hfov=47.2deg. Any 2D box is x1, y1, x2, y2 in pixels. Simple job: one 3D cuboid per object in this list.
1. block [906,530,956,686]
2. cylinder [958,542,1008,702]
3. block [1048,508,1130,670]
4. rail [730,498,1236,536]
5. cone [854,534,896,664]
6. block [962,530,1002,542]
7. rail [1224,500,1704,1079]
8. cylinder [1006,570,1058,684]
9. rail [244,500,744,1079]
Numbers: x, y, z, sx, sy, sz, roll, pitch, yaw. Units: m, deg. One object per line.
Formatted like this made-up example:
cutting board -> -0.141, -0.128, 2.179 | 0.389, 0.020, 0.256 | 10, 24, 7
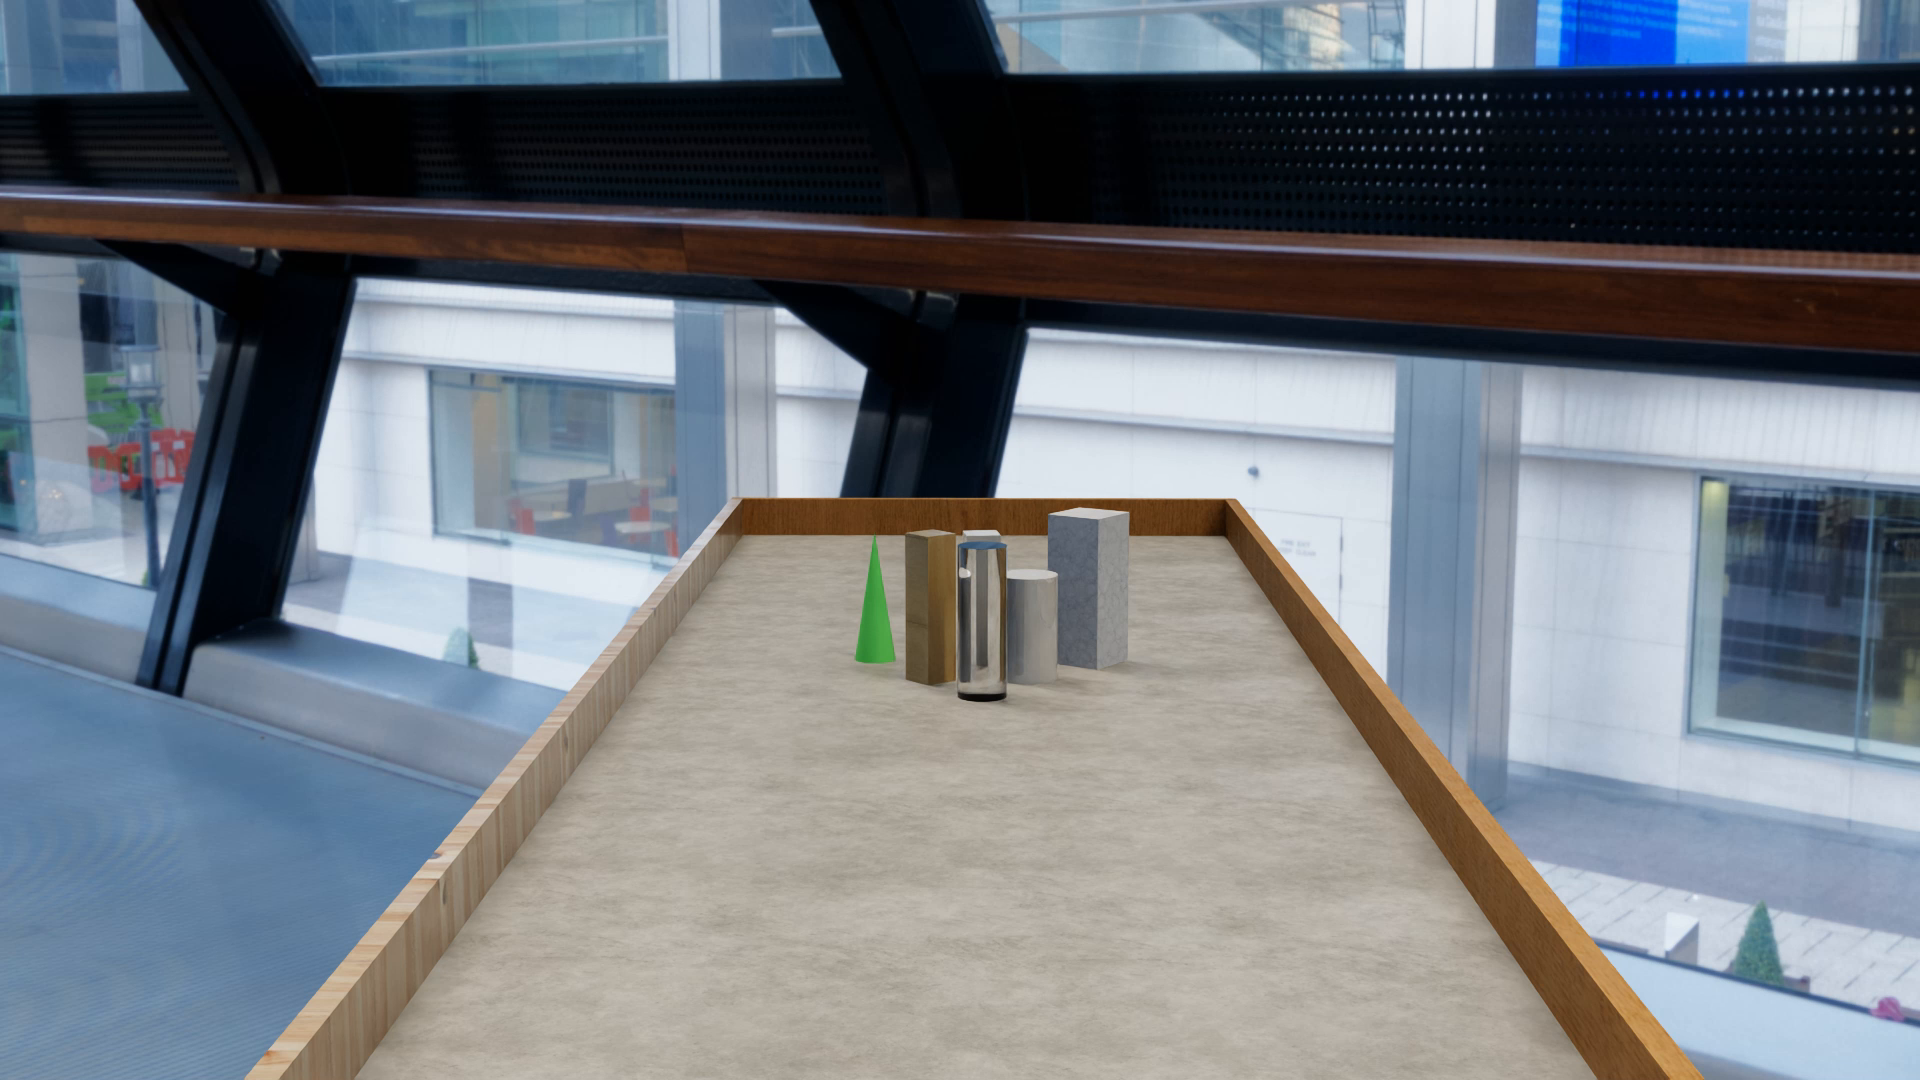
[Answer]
block -> -0.085, 0.195, 6.393 | 0.104, 0.435, 0.104 | -7, 12, -39
cylinder -> 0.063, 0.229, 6.186 | 0.139, 0.432, 0.139 | 0, 9, 0
block -> 0.387, 0.144, 6.649 | 0.178, 0.455, 0.178 | 6, 11, 35
rail -> 0.099, -0.098, 9.147 | 2.100, 0.150, 0.050 | 0, 9, 1
cone -> -0.259, 0.169, 6.684 | 0.124, 0.394, 0.124 | 0, 9, 0
block -> 0.066, 0.172, 6.673 | 0.104, 0.392, 0.104 | -1, 9, -7
rail -> 1.046, 0.843, 3.208 | 0.050, 0.150, 12.000 | 0, 9, 1
cylinder -> 0.200, 0.253, 6.425 | 0.172, 0.310, 0.172 | 0, 9, 0
rail -> -1.004, 0.839, 3.234 | 0.050, 0.150, 12.000 | 0, 9, 1
